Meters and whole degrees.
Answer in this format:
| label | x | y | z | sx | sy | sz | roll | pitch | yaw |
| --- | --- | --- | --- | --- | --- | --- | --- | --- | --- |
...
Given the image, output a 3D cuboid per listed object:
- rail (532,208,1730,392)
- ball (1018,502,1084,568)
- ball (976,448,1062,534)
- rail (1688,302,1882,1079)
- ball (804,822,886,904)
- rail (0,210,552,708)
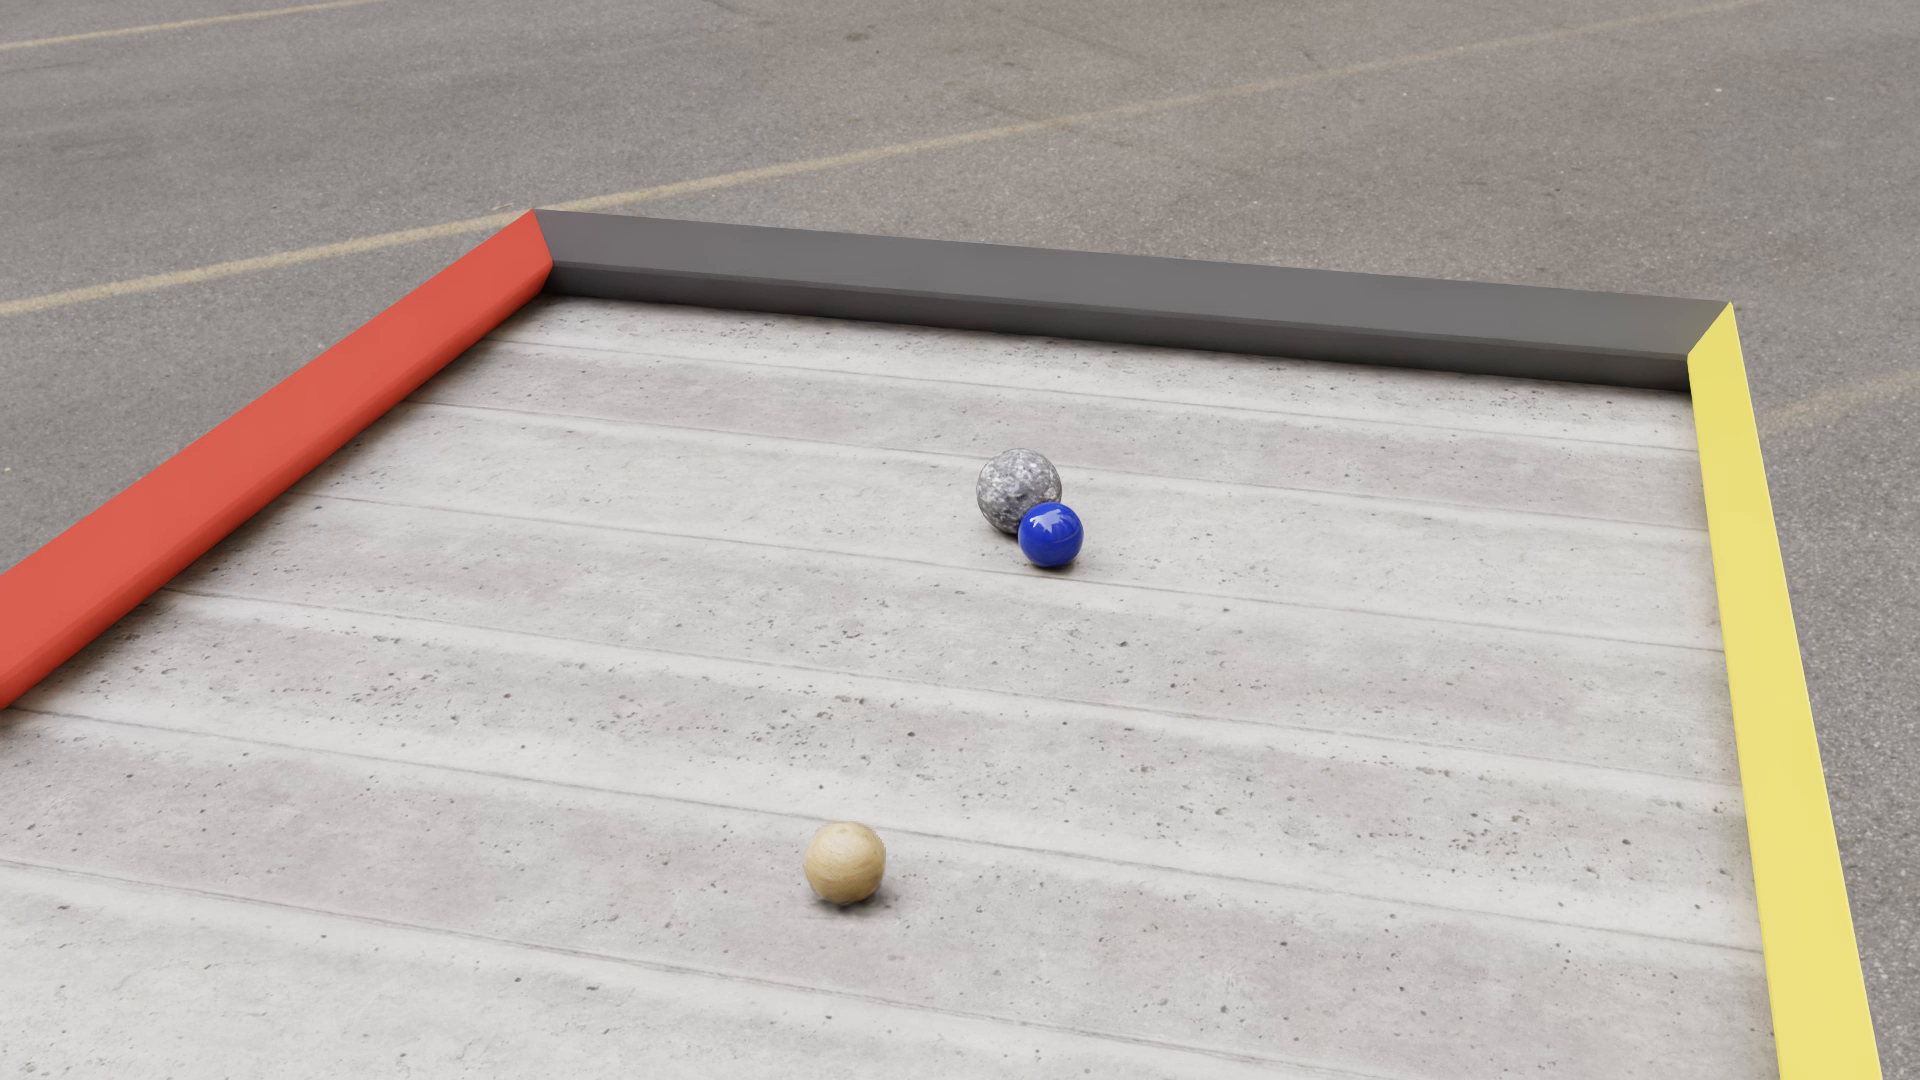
| label | x | y | z | sx | sy | sz | roll | pitch | yaw |
| --- | --- | --- | --- | --- | --- | --- | --- | --- | --- |
| rail | 0.169 | -0.307 | 2.842 | 1.570 | 0.119 | 0.045 | 6 | 26 | 13 |
| ball | 0.094 | -0.005 | 2.270 | 0.069 | 0.069 | 0.069 | 0 | 26 | 0 |
| ball | 0.063 | -0.052 | 2.341 | 0.092 | 0.092 | 0.092 | 0 | 26 | 0 |
| rail | 0.563 | 0.361 | 1.443 | 0.045 | 0.119 | 2.860 | 6 | 26 | 13 |
| ball | -0.091 | 0.255 | 1.732 | 0.064 | 0.064 | 0.064 | 0 | 26 | 0 |
| rail | -0.913 | 0.200 | 1.779 | 0.045 | 0.119 | 2.860 | 6 | 26 | 13 |
